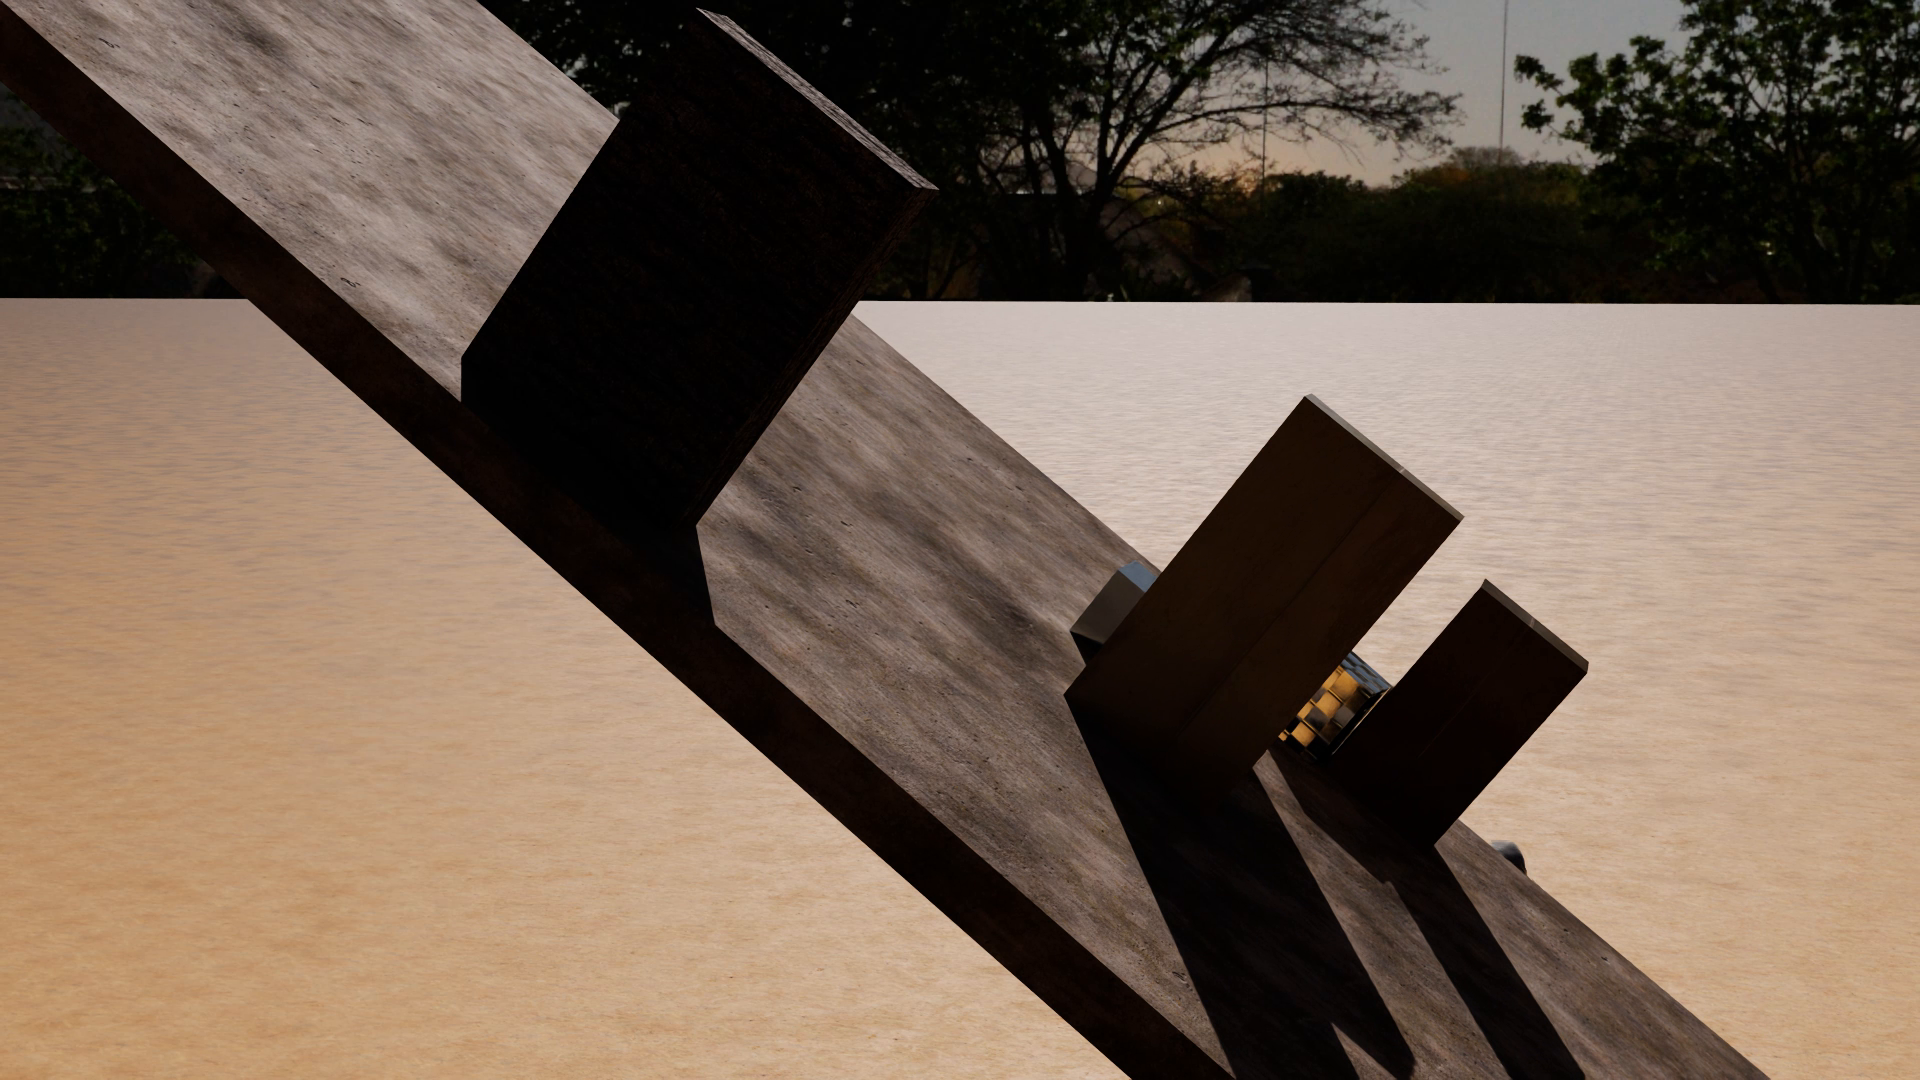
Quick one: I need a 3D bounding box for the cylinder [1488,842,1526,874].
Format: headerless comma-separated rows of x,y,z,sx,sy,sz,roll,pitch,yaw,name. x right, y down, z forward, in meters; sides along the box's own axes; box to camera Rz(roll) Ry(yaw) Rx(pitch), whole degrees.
1.523,0.983,6.419,0.192,0.192,0.192,-1,7,-10,cylinder

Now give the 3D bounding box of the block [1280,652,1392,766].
0.734,0.317,4.520,0.193,0.193,0.193,43,17,17,block

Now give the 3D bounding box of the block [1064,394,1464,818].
0.510,0.114,3.740,0.327,0.664,0.086,40,16,9,block

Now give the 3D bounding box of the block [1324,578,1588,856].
0.997,0.355,4.431,0.263,0.492,0.133,40,16,9,block

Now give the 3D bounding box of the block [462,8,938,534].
-0.392,-0.393,3.260,0.420,0.639,0.114,40,16,9,block

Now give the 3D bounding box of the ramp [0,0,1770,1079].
-0.031,0.086,4.054,4.000,0.100,2.000,40,16,9,ramp

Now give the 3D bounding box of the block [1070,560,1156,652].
0.329,0.152,4.184,0.151,0.151,0.151,40,16,9,block
